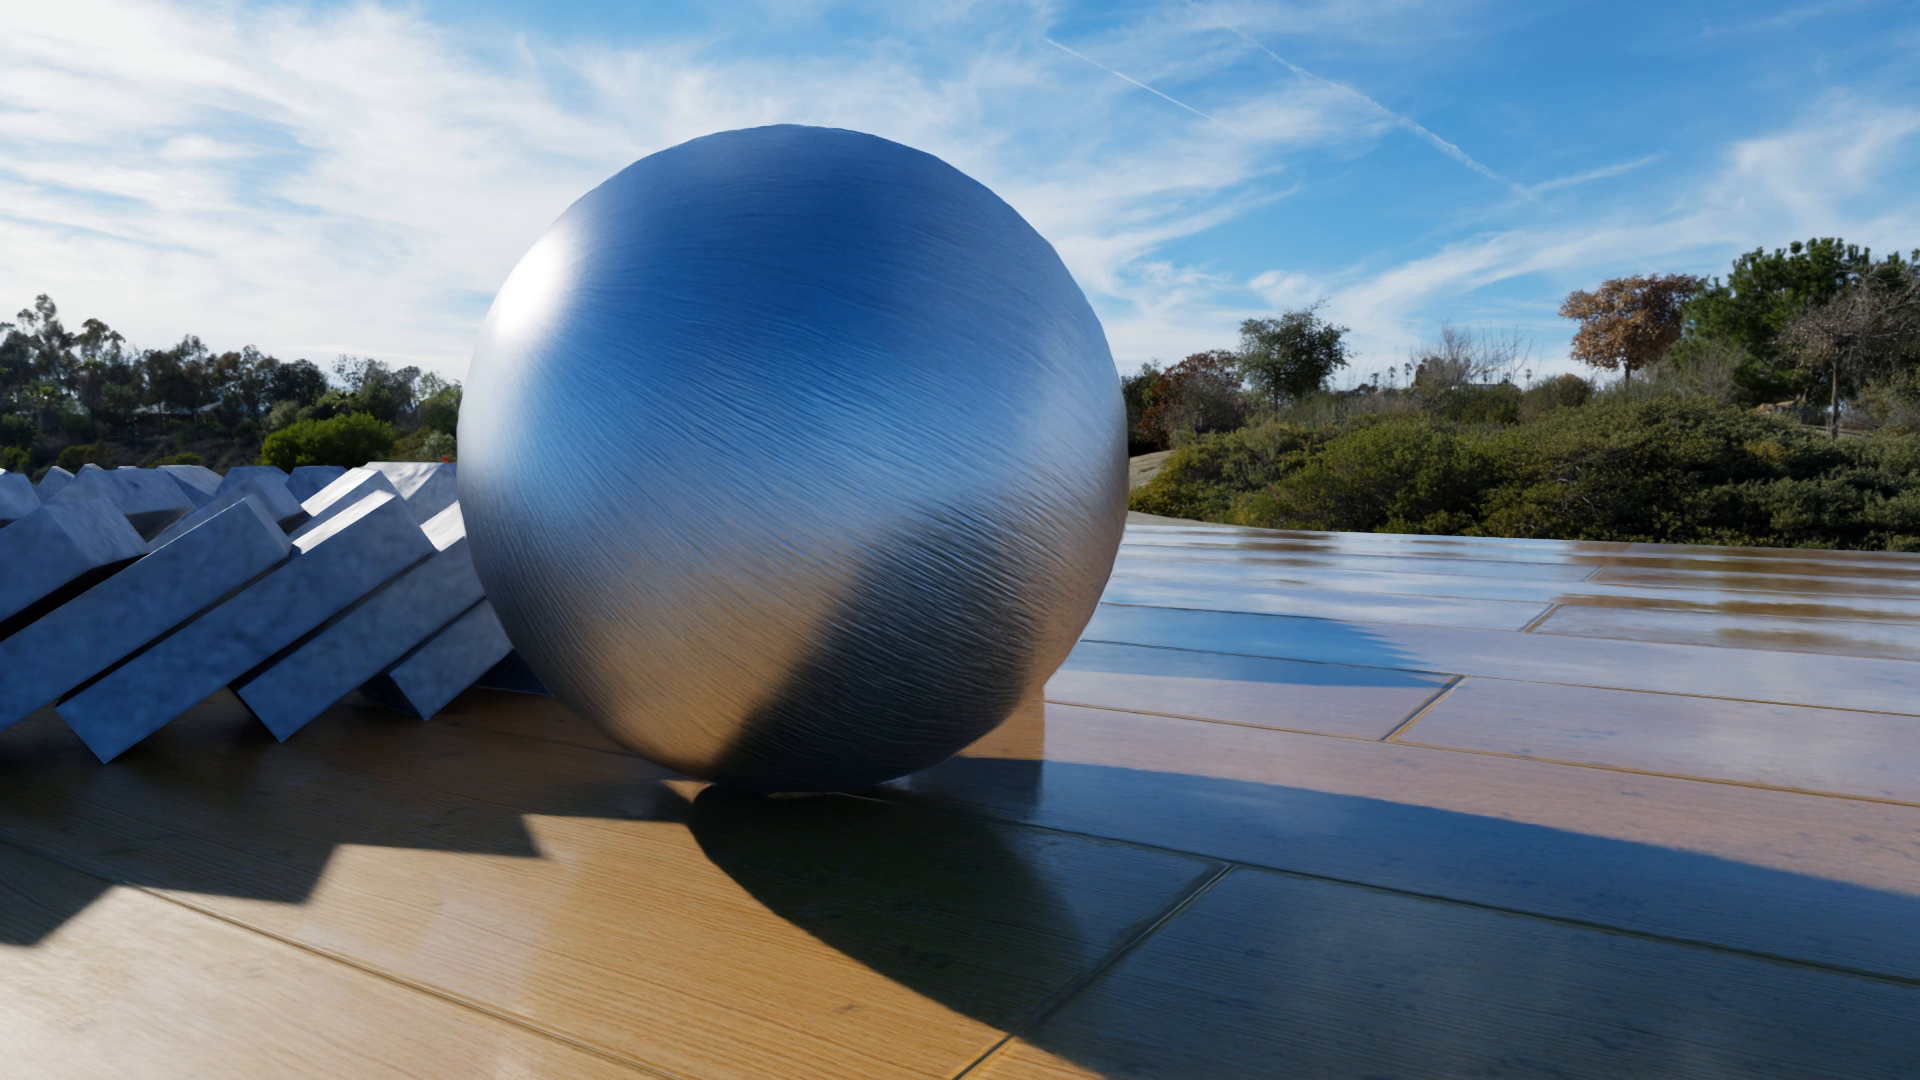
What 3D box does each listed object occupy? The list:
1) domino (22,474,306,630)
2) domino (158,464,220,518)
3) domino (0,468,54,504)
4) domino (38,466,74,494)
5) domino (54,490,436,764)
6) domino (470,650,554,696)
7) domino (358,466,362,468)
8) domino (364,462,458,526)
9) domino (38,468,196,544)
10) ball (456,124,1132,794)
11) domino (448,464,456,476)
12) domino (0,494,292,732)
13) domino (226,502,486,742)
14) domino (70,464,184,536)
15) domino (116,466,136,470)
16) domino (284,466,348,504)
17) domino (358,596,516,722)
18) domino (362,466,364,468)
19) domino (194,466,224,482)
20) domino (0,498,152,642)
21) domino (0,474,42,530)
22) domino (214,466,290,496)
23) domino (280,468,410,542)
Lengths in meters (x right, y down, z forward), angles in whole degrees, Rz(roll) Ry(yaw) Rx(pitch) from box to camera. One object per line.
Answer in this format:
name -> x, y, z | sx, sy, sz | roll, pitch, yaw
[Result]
domino -> -0.153, 0.006, 0.247 | 0.050, 0.010, 0.025 | -37, 15, -13
domino -> -0.217, -0.005, 0.389 | 0.050, 0.010, 0.025 | 34, -4, -12
domino -> -0.246, -0.002, 0.361 | 0.025, 0.009, 0.050 | 5, -27, 50
domino -> -0.285, -0.008, 0.437 | 0.050, 0.009, 0.025 | 35, -15, -29
domino -> -0.104, 0.011, 0.189 | 0.050, 0.010, 0.025 | -38, 21, -22
domino -> -0.071, 0.007, 0.237 | 0.025, 0.009, 0.050 | 2, 38, 28
domino -> -0.197, -0.010, 0.474 | 0.050, 0.010, 0.025 | 32, 2, -4
domino -> -0.136, 0.002, 0.284 | 0.025, 0.010, 0.050 | 2, 43, 26
domino -> -0.171, 0.006, 0.237 | 0.050, 0.010, 0.025 | -37, 6, -1
ball -> -0.019, -0.009, 0.158 | 0.080, 0.080, 0.080 | 0, 4, 0
domino -> -0.140, -0.005, 0.395 | 0.050, 0.009, 0.025 | 39, 20, 20
domino -> -0.120, 0.012, 0.179 | 0.050, 0.010, 0.025 | -37, 18, -19
domino -> -0.090, 0.010, 0.202 | 0.050, 0.010, 0.025 | -41, 27, -28
domino -> -0.233, -0.004, 0.376 | 0.050, 0.009, 0.025 | 38, -14, -26
domino -> -0.269, -0.009, 0.449 | 0.050, 0.010, 0.025 | 33, -8, -20
domino -> -0.180, -0.005, 0.396 | 0.050, 0.009, 0.025 | 34, 6, 1
domino -> -0.078, 0.008, 0.217 | 0.025, 0.010, 0.050 | 5, 40, 45
domino -> -0.160, -0.005, 0.397 | 0.050, 0.010, 0.025 | 35, 12, 10
domino -> -0.252, -0.009, 0.458 | 0.050, 0.010, 0.025 | 32, -5, -16
domino -> -0.136, 0.013, 0.169 | 0.050, 0.009, 0.025 | -34, 13, -12
domino -> -0.191, 0.007, 0.230 | 0.050, 0.009, 0.025 | -36, -7, 19
domino -> -0.198, -0.005, 0.395 | 0.050, 0.009, 0.025 | 34, 3, -3
domino -> -0.139, 0.004, 0.262 | 0.050, 0.010, 0.025 | -44, 27, -25
